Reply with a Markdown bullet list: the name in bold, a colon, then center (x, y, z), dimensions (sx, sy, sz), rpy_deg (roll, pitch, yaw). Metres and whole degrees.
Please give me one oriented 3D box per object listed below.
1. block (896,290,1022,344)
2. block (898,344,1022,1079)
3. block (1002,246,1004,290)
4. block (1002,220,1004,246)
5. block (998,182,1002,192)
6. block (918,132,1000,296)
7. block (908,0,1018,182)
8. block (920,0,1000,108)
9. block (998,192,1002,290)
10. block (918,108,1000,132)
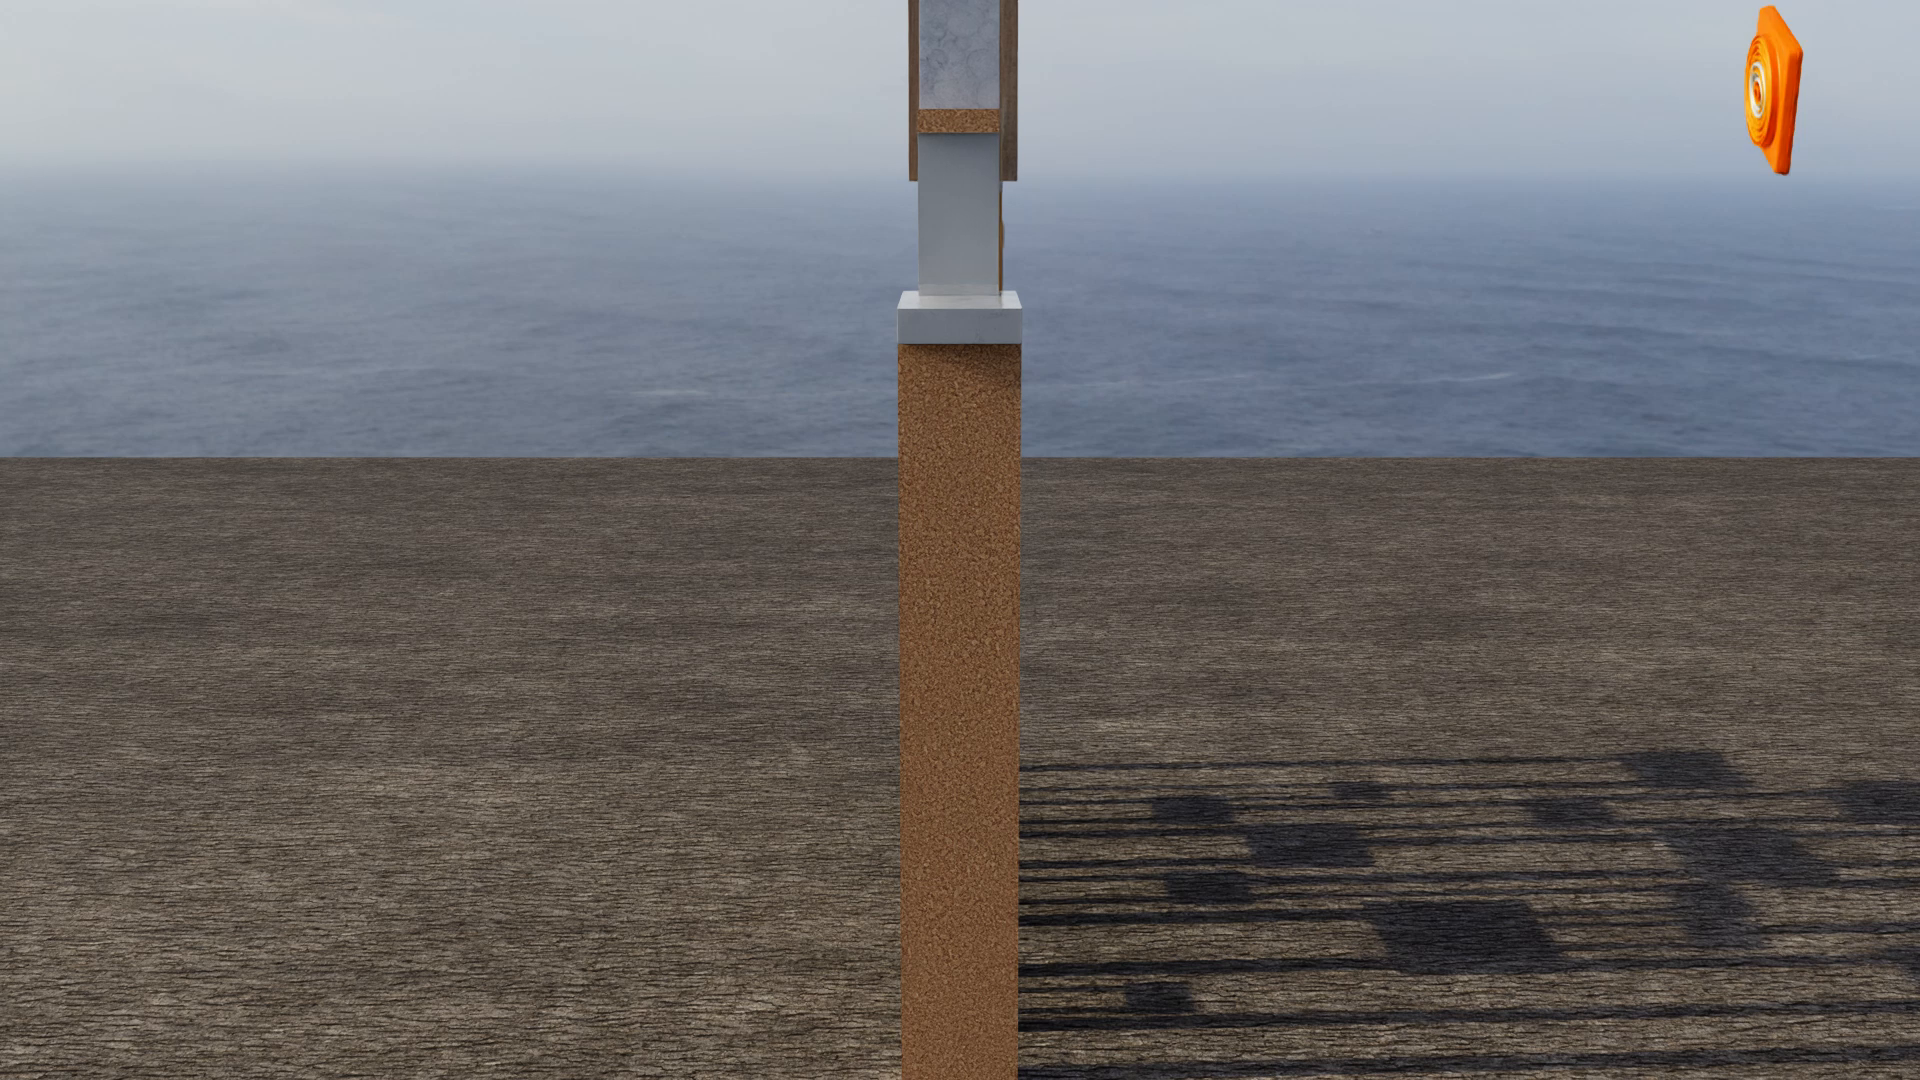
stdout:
- **block**: center (-0.001, -0.293, 2.880), dimensions (0.155, 0.044, 0.311), rpy_deg (0, 11, 0)
- **block**: center (0.000, 0.234, 2.872), dimensions (0.155, 0.991, 0.044), rpy_deg (0, 11, 0)
- **block**: center (0.002, -0.367, 3.829), dimensions (0.145, 0.290, 0.041), rpy_deg (0, 10, 0)
- **block**: center (0.002, -0.547, 3.896), dimensions (0.145, 0.041, 0.290), rpy_deg (0, 10, 0)
- **block**: center (0.002, -0.592, 3.599), dimensions (0.130, 0.037, 0.261), rpy_deg (0, 11, 0)
- **block**: center (-0.002, -0.435, 2.934), dimensions (0.107, 0.214, 0.030), rpy_deg (0, 11, 0)
- **block**: center (0.005, -0.703, 3.260), dimensions (0.161, 0.338, 0.046), rpy_deg (0, 11, 0)
- **block**: center (-0.001, -0.679, 2.913), dimensions (0.106, 0.212, 0.030), rpy_deg (0, 11, 0)
- **block**: center (0.002, -0.429, 3.541), dimensions (0.130, 0.261, 0.037), rpy_deg (0, 11, 0)
- **block**: center (-0.002, -0.568, 2.982), dimensions (0.107, 0.030, 0.214), rpy_deg (0, 11, 0)
